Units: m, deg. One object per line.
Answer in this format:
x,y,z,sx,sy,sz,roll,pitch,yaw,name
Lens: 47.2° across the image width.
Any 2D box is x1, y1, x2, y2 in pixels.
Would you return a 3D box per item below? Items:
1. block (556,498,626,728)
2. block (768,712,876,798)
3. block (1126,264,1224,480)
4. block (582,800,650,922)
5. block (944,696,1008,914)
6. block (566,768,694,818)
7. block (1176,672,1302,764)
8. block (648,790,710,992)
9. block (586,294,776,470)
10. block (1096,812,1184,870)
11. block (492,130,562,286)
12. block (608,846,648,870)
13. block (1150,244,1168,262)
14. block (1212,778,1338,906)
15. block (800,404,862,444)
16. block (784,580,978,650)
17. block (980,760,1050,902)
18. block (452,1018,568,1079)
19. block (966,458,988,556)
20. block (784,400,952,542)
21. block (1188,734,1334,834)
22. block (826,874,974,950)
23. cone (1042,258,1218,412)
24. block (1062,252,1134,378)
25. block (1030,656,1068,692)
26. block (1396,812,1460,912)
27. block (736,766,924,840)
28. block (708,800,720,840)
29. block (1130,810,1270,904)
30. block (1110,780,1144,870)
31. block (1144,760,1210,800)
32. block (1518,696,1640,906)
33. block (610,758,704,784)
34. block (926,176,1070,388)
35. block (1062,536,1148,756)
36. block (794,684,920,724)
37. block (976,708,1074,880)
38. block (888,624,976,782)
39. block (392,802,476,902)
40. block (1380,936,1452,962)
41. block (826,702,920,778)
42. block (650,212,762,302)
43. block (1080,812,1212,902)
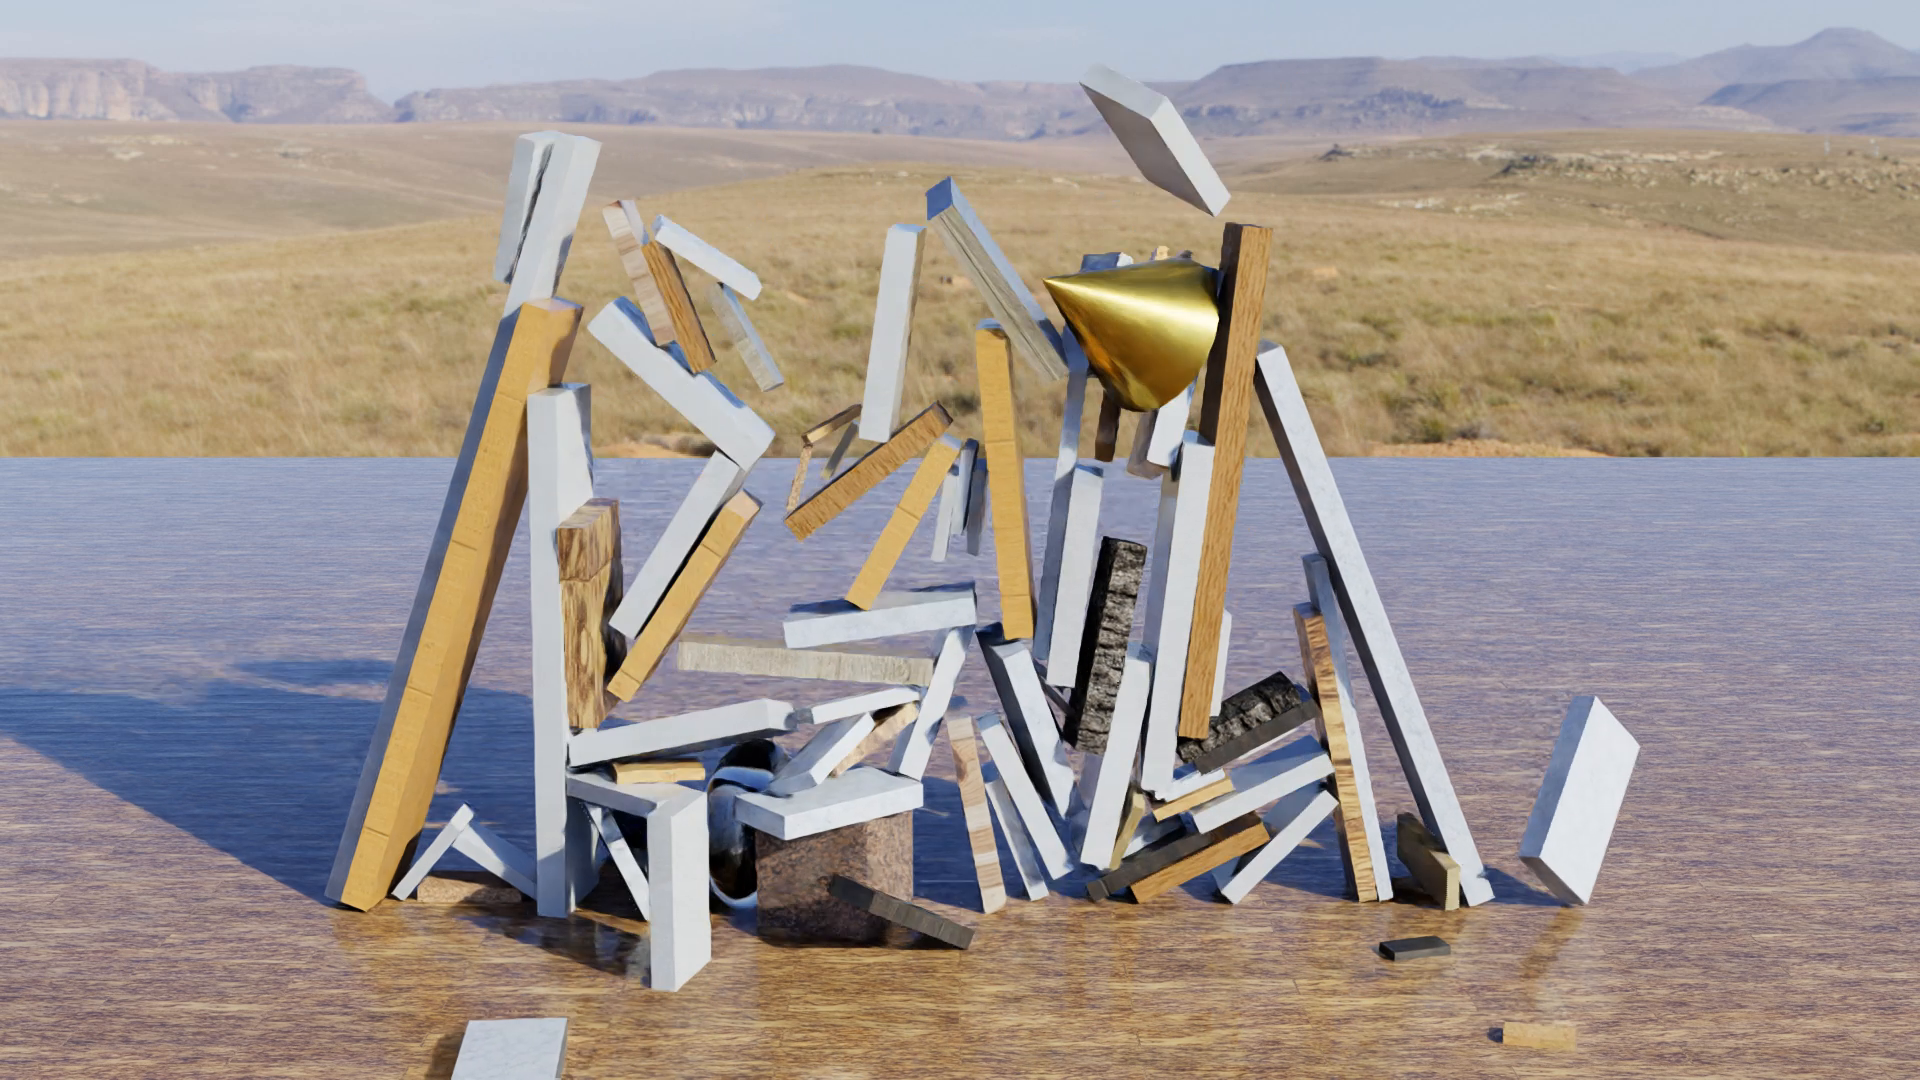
-0.591,0.116,3.550,0.047,0.334,0.167,3,18,9,block
-0.217,0.337,3.464,0.091,0.026,0.183,-20,15,37,block
0.348,-0.270,3.564,0.047,0.329,0.164,16,-6,-6,block
-0.548,0.508,3.555,0.029,0.206,0.103,-28,16,-13,block
0.025,0.433,3.608,0.039,0.330,0.136,-11,11,-1,block
-0.519,0.403,3.501,0.206,0.029,0.103,9,10,37,block
0.449,0.291,3.616,0.217,0.031,0.108,-28,10,1,block
-0.420,0.523,3.293,0.038,0.268,0.134,3,11,16,block
-0.438,-0.251,3.484,0.330,0.047,0.165,42,10,-7,block
0.294,0.496,3.680,0.162,0.019,0.068,-29,14,1,block
-0.671,-0.521,3.440,0.032,0.229,0.114,18,20,12,block
-0.481,0.550,3.697,0.206,0.029,0.103,8,-10,36,block
0.314,-0.417,3.602,0.017,0.121,0.060,14,-8,-5,block
0.522,0.492,3.655,0.034,0.240,0.120,43,7,-8,block
-0.202,-0.185,3.503,0.101,0.014,0.050,-30,11,-12,block
-0.126,0.121,3.574,0.305,0.043,0.153,-8,9,3,block
0.089,0.482,3.661,0.031,0.218,0.109,-22,11,-1,block
-0.601,0.708,2.927,0.134,0.038,0.268,-1,11,-5,block
0.029,-0.054,3.568,0.020,0.143,0.072,6,19,6,block
-0.144,-0.112,3.520,0.293,0.042,0.147,-37,5,9,block
0.490,0.402,3.631,0.240,0.034,0.120,-25,11,1,block
-0.091,0.574,3.394,0.218,0.031,0.109,29,-10,-39,block
0.220,-0.365,3.443,0.261,0.261,0.261,20,-4,-38,cone
0.222,-0.377,3.688,0.030,0.209,0.104,19,-6,-32,block
0.136,0.217,3.640,0.096,0.014,0.048,39,1,4,block
0.774,0.531,3.638,0.024,0.084,0.167,-12,29,-14,block
-0.205,0.412,3.468,0.268,0.038,0.134,-9,14,-39,block
-0.426,0.499,3.576,0.020,0.140,0.070,20,-37,-9,block
0.392,0.520,3.662,0.240,0.034,0.120,-26,9,3,block
0.268,0.467,3.595,0.019,0.136,0.068,15,31,-8,block
0.358,0.395,3.629,0.106,0.015,0.053,-26,11,-14,block
1.023,0.429,3.629,0.043,0.307,0.153,-5,-40,49,block
-0.488,0.372,3.547,0.140,0.020,0.070,-1,8,-18,block
0.059,-0.408,3.467,0.046,0.328,0.164,-32,22,12,block
0.236,0.170,3.604,0.049,0.343,0.171,11,2,-5,block
-0.167,0.266,3.571,0.183,0.026,0.091,-12,0,-22,block
0.106,0.418,3.640,0.039,0.273,0.136,-26,6,0,block
-0.050,0.267,3.627,0.039,0.273,0.136,22,-14,-7,block
-0.870,0.515,3.643,0.024,0.171,0.085,39,18,-6,block
0.705,0.632,3.405,0.097,0.014,0.049,-3,11,-17,block
-0.158,0.322,3.536,0.183,0.026,0.091,-35,11,-30,block
-0.400,-0.446,3.468,0.184,0.026,0.092,31,11,-20,block
0.309,0.525,3.668,0.218,0.031,0.109,-27,9,2,block
